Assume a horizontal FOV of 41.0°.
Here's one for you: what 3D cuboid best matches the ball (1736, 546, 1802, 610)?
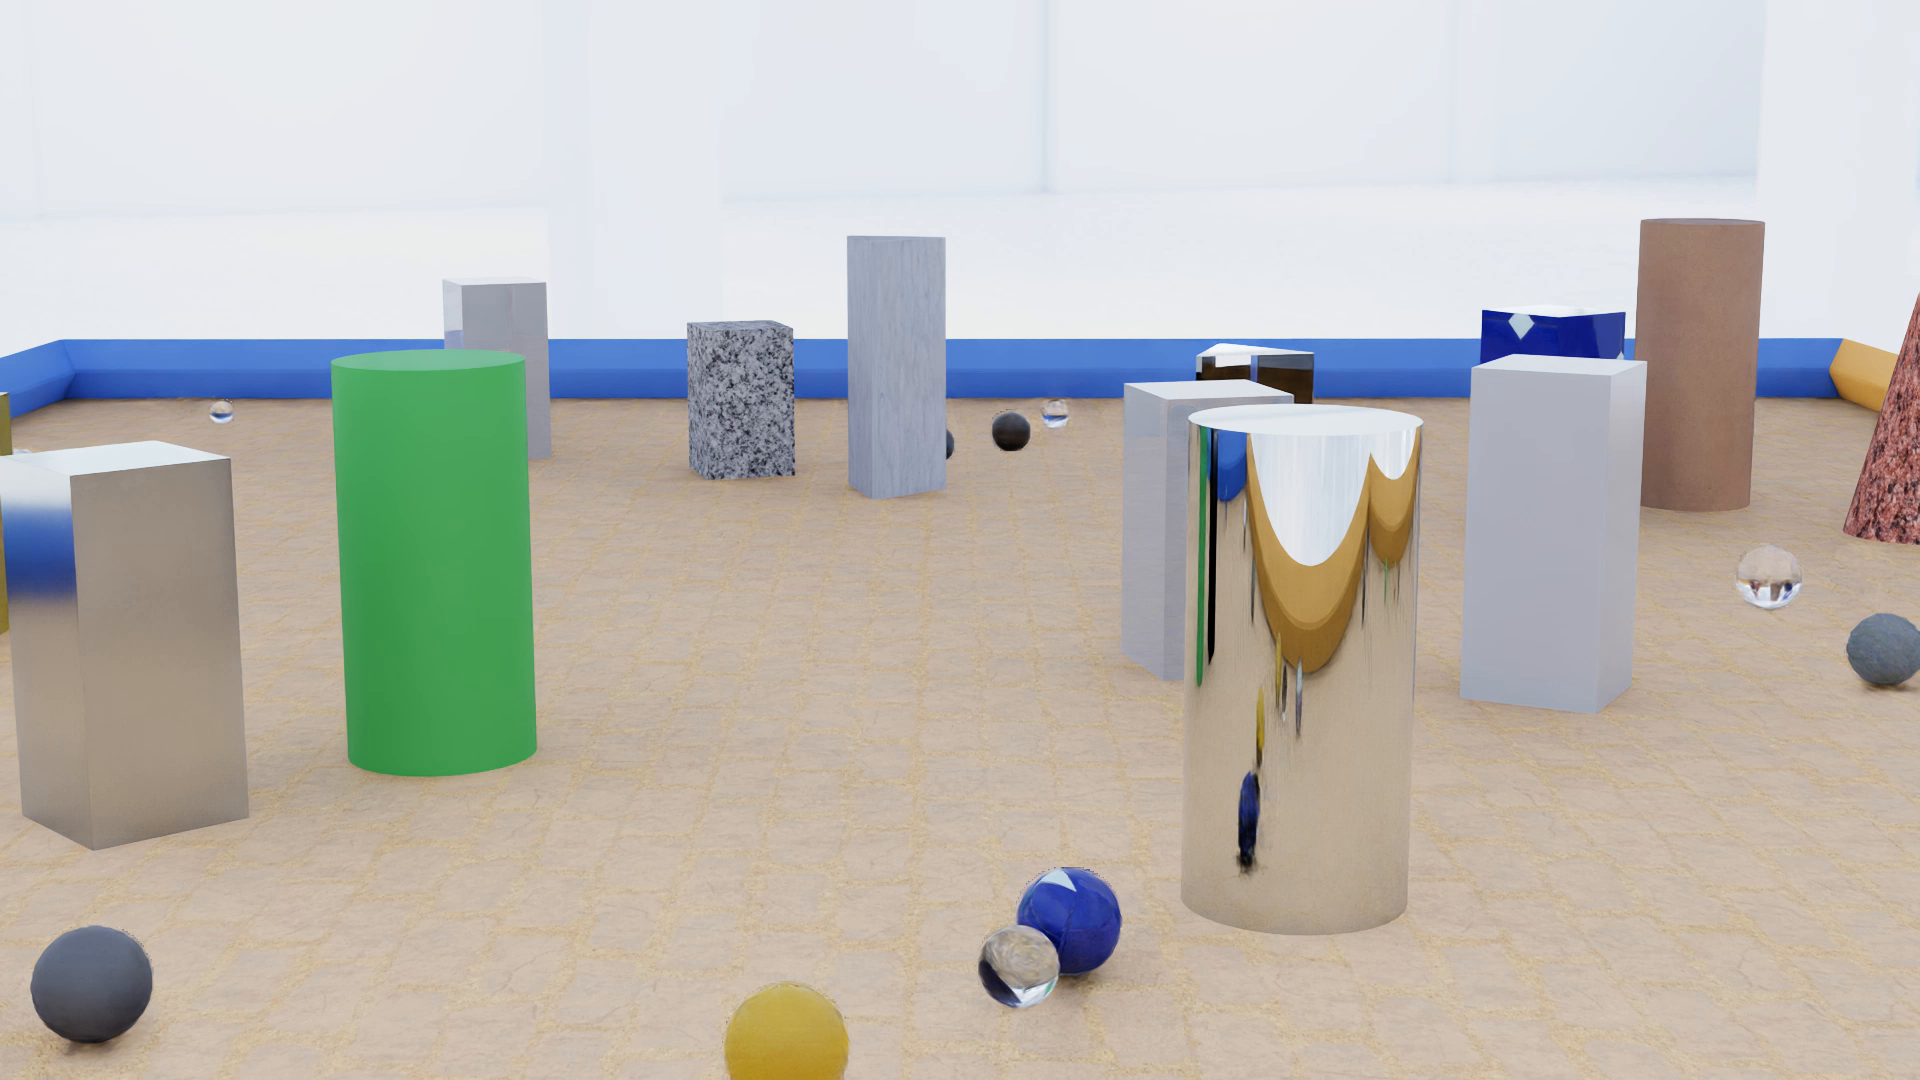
[{"bbox_3d":[1.098,0.050,3.481,0.087,0.087,0.087,0,10,0],"label":"ball"}]

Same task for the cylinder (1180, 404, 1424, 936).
[{"bbox_3d":[0.295,0.107,2.235,0.200,0.428,0.200,0,10,0],"label":"cylinder"}]

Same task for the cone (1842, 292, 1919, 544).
[{"bbox_3d":[1.498,-0.218,4.009,0.200,0.423,0.200,0,10,0],"label":"cone"}]

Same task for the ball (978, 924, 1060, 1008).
[{"bbox_3d":[0.046,0.334,2.009,0.064,0.064,0.064,0,10,0],"label":"ball"}]

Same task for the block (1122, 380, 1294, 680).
[{"bbox_3d":[0.300,-0.016,3.141,0.160,0.340,0.160,-3,11,-15],"label":"block"}]

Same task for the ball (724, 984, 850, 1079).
[{"bbox_3d":[-0.122,0.358,1.809,0.089,0.089,0.089,0,10,0],"label":"ball"}]

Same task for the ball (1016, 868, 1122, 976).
[{"bbox_3d":[0.088,0.310,2.080,0.086,0.086,0.086,0,10,0],"label":"ball"}]

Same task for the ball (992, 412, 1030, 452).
[{"bbox_3d":[0.098,-0.207,4.904,0.075,0.075,0.075,0,10,0],"label":"ball"}]

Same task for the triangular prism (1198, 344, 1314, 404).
[{"bbox_3d":[0.400,-0.114,3.710,0.173,0.326,0.150,-3,11,-13],"label":"triangular prism"}]

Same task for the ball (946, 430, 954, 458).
[{"bbox_3d":[-0.042,-0.179,4.779,0.065,0.065,0.065,0,10,0],"label":"ball"}]

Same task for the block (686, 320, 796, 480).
[{"bbox_3d":[-0.397,-0.256,4.646,0.160,0.266,0.160,-3,11,-18],"label":"block"}]

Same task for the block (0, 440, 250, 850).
[{"bbox_3d":[-0.810,0.096,2.489,0.160,0.357,0.160,-10,14,-42],"label":"block"}]

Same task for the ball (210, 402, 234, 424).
[{"bbox_3d":[-1.522,-0.263,5.287,0.046,0.046,0.046,0,10,0],"label":"ball"}]

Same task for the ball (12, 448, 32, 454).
[{"bbox_3d":[-1.565,-0.101,4.266,0.100,0.100,0.100,0,10,0],"label":"ball"}]

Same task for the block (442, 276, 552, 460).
[{"bbox_3d":[-0.873,-0.324,4.836,0.160,0.330,0.160,-5,11,-23],"label":"block"}]

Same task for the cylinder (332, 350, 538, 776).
[{"bbox_3d":[-0.556,0.019,2.722,0.200,0.423,0.200,0,10,0],"label":"cylinder"}]

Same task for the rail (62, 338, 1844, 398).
[{"bbox_3d":[-0.013,-0.377,5.670,3.952,0.130,0.045,0,10,0],"label":"rail"}]

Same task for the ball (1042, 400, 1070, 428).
[{"bbox_3d":[0.193,-0.254,5.210,0.057,0.057,0.057,0,10,0],"label":"ball"}]

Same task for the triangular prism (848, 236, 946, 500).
[{"bbox_3d":[-0.139,-0.304,4.434,0.150,0.436,0.173,10,14,43],"label":"triangular prism"}]

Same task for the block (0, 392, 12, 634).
[{"bbox_3d":[-1.323,-0.028,3.306,0.160,0.305,0.160,0,10,-1],"label":"block"}]

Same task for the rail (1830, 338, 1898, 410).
[{"bbox_3d":[1.952,0.031,3.460,0.045,0.130,4.565,0,10,0],"label":"rail"}]

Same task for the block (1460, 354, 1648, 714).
[{"bbox_3d":[0.691,-0.012,2.989,0.160,0.387,0.160,6,12,28],"label":"block"}]

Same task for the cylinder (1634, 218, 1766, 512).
[{"bbox_3d":[1.232,-0.297,4.300,0.200,0.472,0.200,0,10,0],"label":"cylinder"}]

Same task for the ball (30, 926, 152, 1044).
[{"bbox_3d":[-0.655,0.335,1.937,0.087,0.087,0.087,0,10,0],"label":"ball"}]

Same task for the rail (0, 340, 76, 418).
[{"bbox_3d":[-1.952,0.035,3.438,0.045,0.130,4.565,0,10,0],"label":"rail"}]

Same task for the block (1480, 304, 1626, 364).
[{"bbox_3d":[0.953,-0.202,4.149,0.160,0.339,0.160,-8,13,-35],"label":"block"}]

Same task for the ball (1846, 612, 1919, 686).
[{"bbox_3d":[1.100,0.130,3.048,0.087,0.087,0.087,0,10,0],"label":"ball"}]
